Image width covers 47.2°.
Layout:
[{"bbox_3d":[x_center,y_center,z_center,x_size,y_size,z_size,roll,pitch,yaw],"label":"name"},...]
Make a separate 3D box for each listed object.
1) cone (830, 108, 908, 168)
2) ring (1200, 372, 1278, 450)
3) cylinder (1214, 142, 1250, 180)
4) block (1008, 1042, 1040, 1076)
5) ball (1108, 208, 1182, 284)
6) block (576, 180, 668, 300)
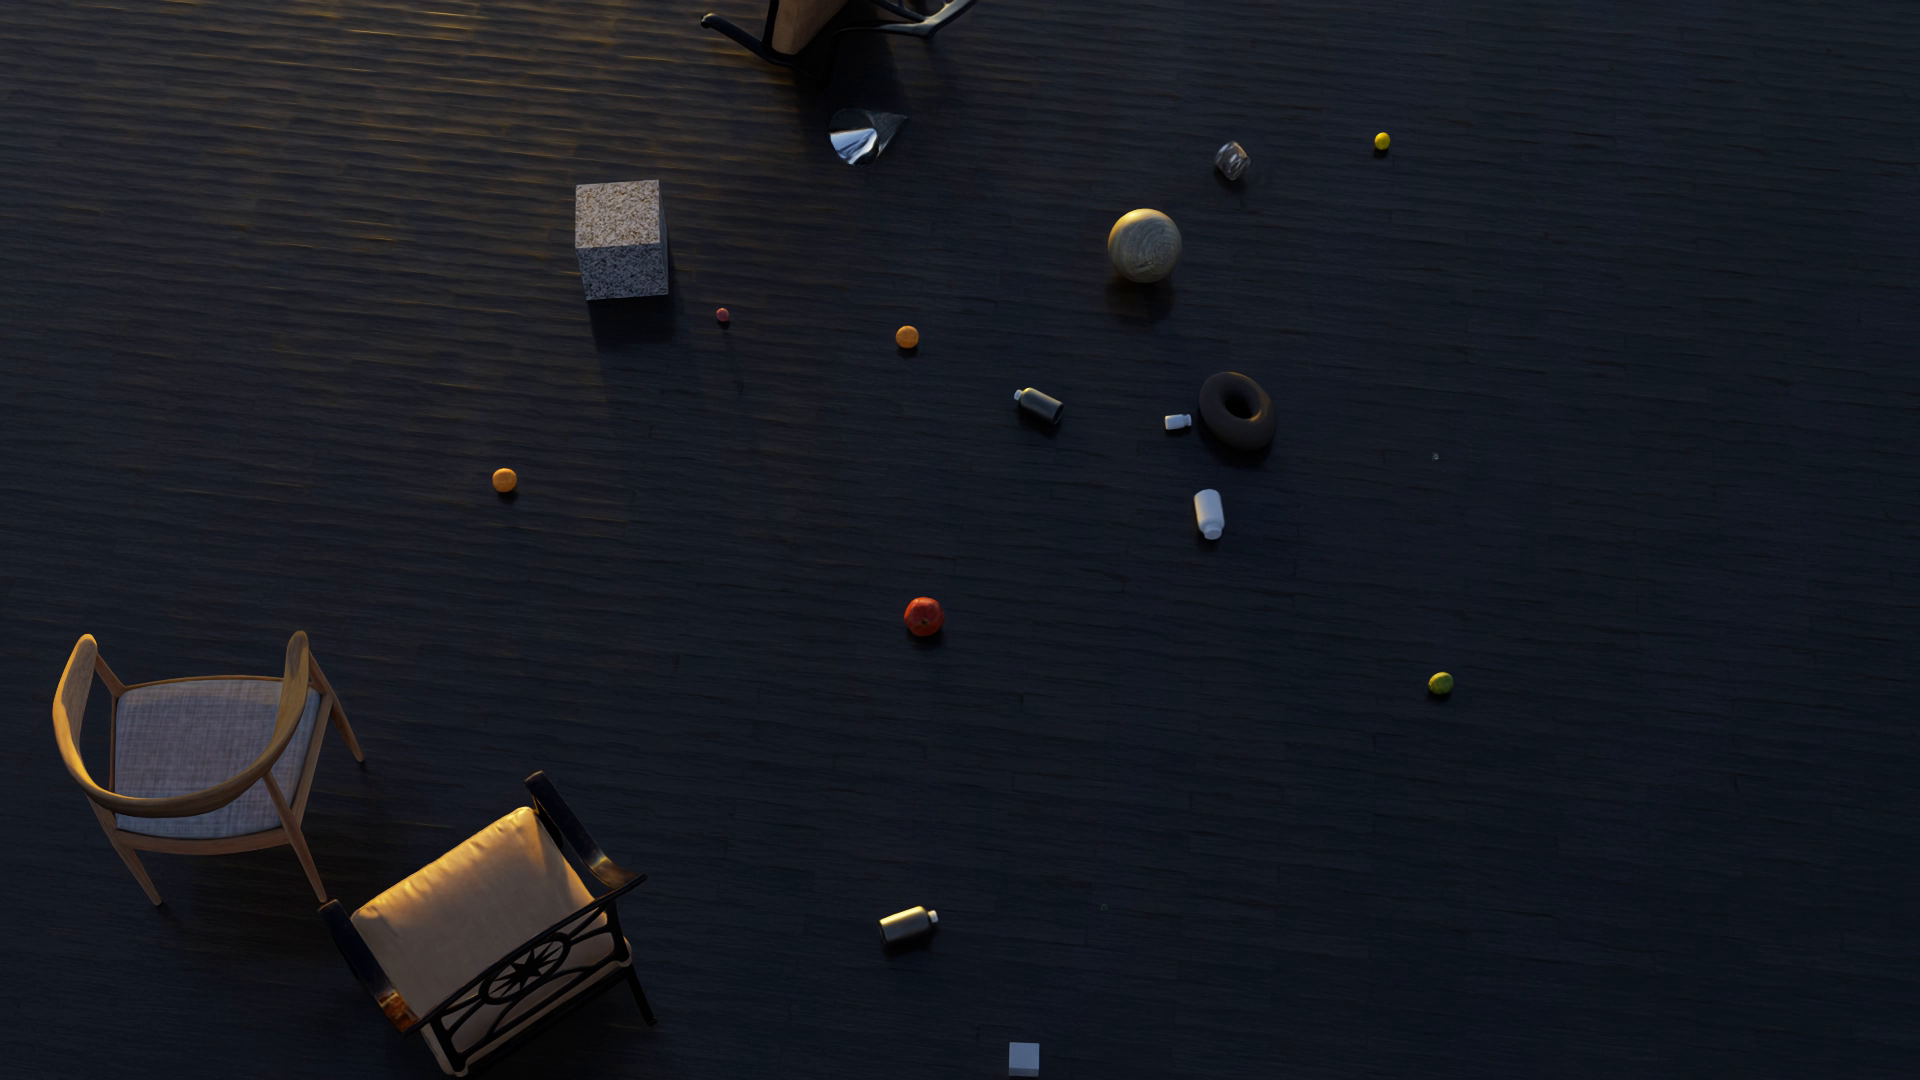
[{"bbox_3d":[-0.263,-1.402,7.456,0.225,0.203,0.286,18,34,36],"label":"cone"},{"bbox_3d":[0.857,-0.398,6.780,0.217,0.103,0.296,-22,58,-16],"label":"ring"},{"bbox_3d":[0.914,-1.272,7.372,0.078,0.100,0.082,3,45,-46],"label":"cylinder"},{"bbox_3d":[0.164,1.334,5.645,0.075,0.056,0.068,2,56,1],"label":"block"},{"bbox_3d":[0.594,-0.944,7.063,0.239,0.239,0.239,0,56,0],"label":"ball"},{"bbox_3d":[-1.085,-0.964,7.071,0.263,0.250,0.269,-4,56,-3],"label":"block"}]
